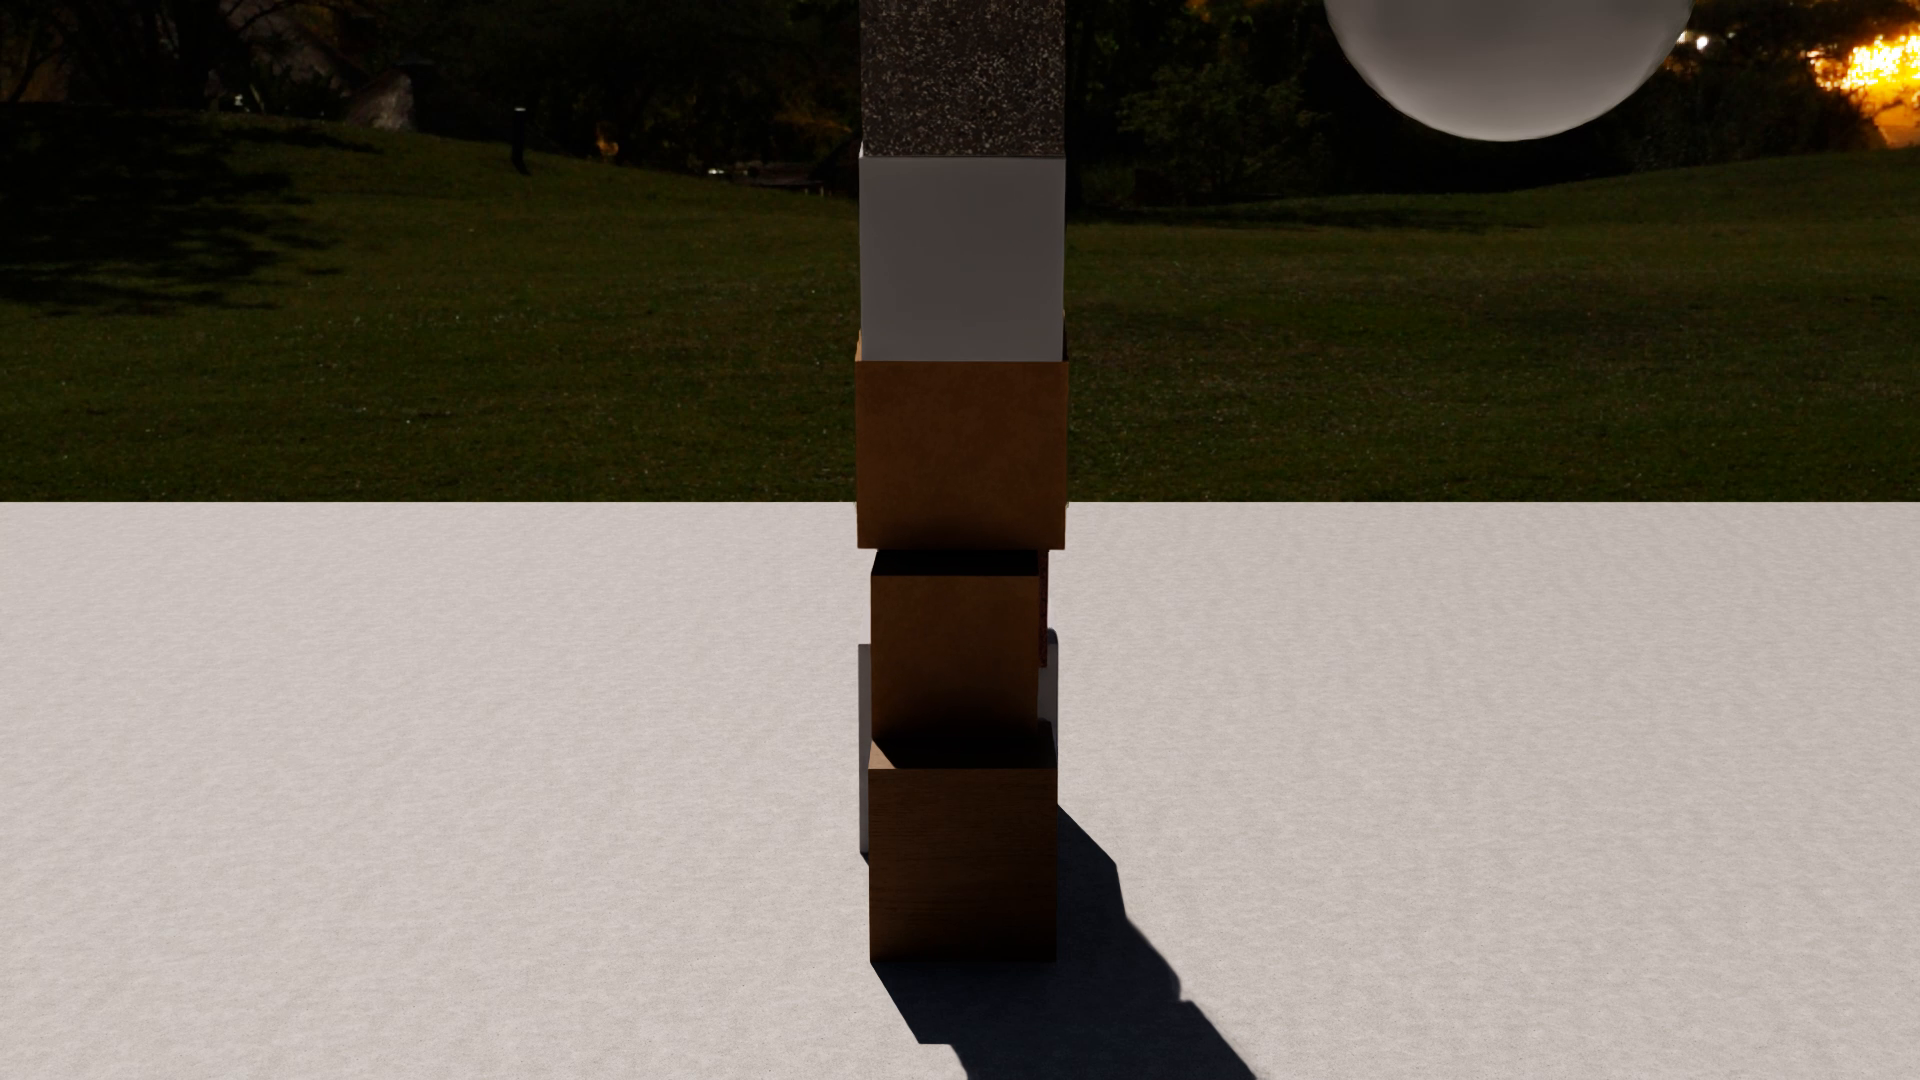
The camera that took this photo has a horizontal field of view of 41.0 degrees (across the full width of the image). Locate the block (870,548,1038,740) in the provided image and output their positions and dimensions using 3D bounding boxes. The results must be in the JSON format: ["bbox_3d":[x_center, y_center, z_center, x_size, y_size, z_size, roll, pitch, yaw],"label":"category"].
[{"bbox_3d":[-0.017,0.424,10.847,0.686,0.687,0.676,0,10,1],"label":"block"}]

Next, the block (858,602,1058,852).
[{"bbox_3d":[-0.008,0.863,12.100,0.904,0.972,0.932,0,10,0],"label":"block"}]

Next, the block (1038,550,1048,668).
[{"bbox_3d":[0.023,0.098,11.517,0.743,0.716,0.679,1,22,2],"label":"block"}]

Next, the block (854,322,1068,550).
[{"bbox_3d":[0.010,-0.483,10.899,0.866,0.820,0.754,0,22,1],"label":"block"}]

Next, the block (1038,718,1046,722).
[{"bbox_3d":[0.020,1.179,11.305,0.739,0.636,0.683,0,10,0],"label":"block"}]

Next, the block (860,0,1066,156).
[{"bbox_3d":[0.014,-2.052,10.288,0.792,0.855,0.796,0,21,1],"label":"block"}]

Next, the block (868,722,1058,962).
[{"bbox_3d":[0.011,1.229,10.573,0.748,0.799,0.755,0,10,0],"label":"block"}]

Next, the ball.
[{"bbox_3d":[2.295,-2.473,10.731,1.600,1.600,1.600,0,10,0],"label":"ball"}]

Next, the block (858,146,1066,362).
[{"bbox_3d":[0.011,-1.253,10.592,0.814,0.837,0.759,0,22,0],"label":"block"}]
